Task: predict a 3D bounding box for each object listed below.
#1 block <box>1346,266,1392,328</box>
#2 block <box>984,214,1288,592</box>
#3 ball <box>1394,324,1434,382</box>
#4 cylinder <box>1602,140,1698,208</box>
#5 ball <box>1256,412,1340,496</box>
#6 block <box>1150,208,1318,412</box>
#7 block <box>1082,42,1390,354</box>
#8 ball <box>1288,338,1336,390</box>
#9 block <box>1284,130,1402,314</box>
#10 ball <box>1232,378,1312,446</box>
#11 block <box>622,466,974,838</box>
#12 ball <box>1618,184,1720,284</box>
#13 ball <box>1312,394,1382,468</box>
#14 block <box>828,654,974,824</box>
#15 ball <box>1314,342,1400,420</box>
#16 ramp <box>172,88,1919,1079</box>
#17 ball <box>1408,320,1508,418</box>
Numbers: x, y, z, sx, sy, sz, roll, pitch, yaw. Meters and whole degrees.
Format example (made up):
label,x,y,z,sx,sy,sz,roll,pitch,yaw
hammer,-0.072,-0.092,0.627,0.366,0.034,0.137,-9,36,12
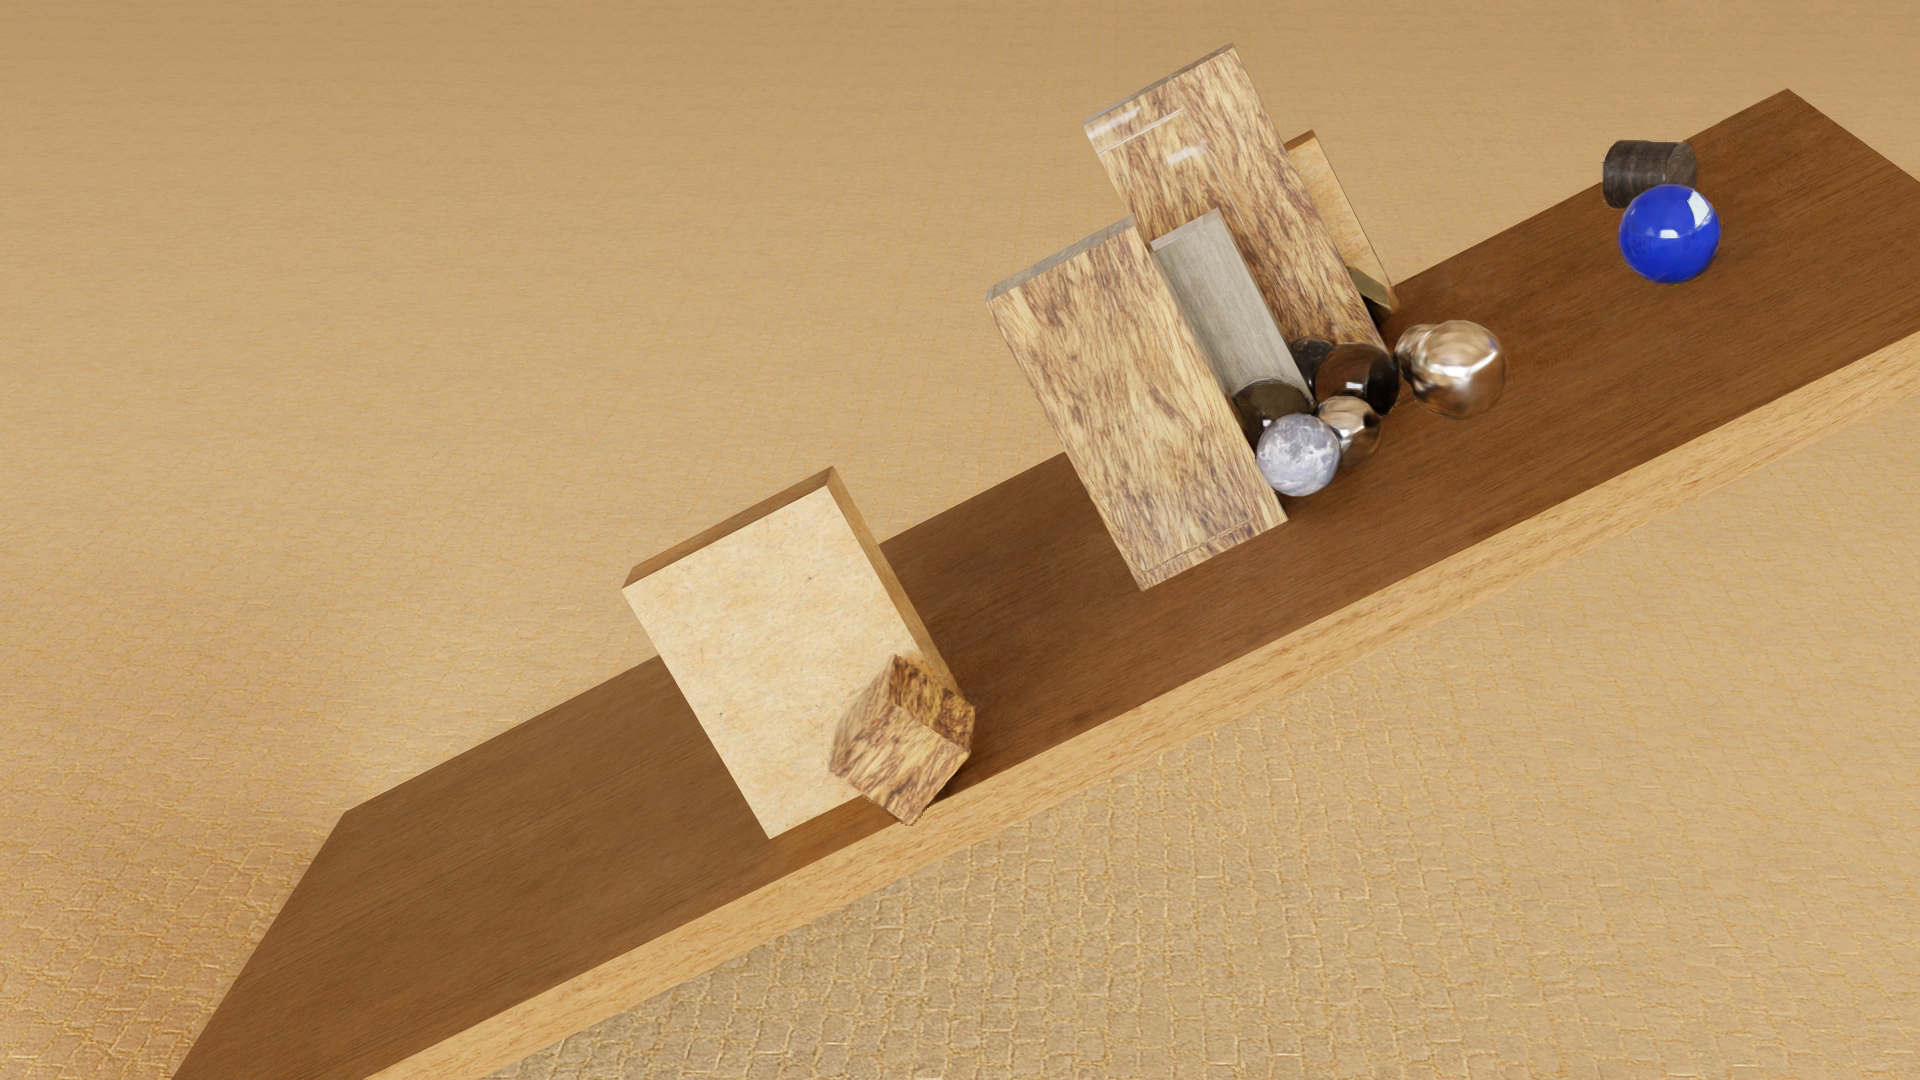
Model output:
label,x,y,z,sx,sy,sz,roll,pitch,yaw
block,0.899,-0.533,6.686,0.107,0.107,0.107,26,32,-23
block,0.352,-0.270,5.818,0.326,0.664,0.134,-27,14,11
ball,0.967,-0.383,6.114,0.131,0.131,0.131,0,17,0
cylinder,1.443,-0.761,6.150,0.144,0.144,0.144,10,20,40
ball,0.661,-0.167,5.740,0.163,0.163,0.163,0,17,0
block,0.482,-0.349,6.090,0.396,0.545,0.112,-27,14,11
block,0.610,-0.660,6.460,0.364,0.772,0.084,-27,14,11
ball,0.747,-0.342,6.293,0.184,0.184,0.184,0,17,0
block,0.782,-0.675,6.838,0.314,0.452,0.111,-27,14,11
ball,0.628,-0.241,5.964,0.177,0.177,0.177,0,17,0
block,-0.302,0.216,5.595,0.441,0.567,0.136,-27,14,11
ball,1.421,-0.614,5.890,0.199,0.199,0.199,0,17,0
ball,0.769,-0.218,5.888,0.147,0.147,0.147,0,17,0
block,-0.105,0.361,5.348,0.182,0.182,0.182,35,22,-12
ball,0.822,-0.322,6.086,0.178,0.178,0.178,0,17,0
ramp,0.141,0.167,6.282,4.000,0.100,2.000,-27,14,11
ball,0.980,-0.336,5.790,0.195,0.195,0.195,0,17,0
